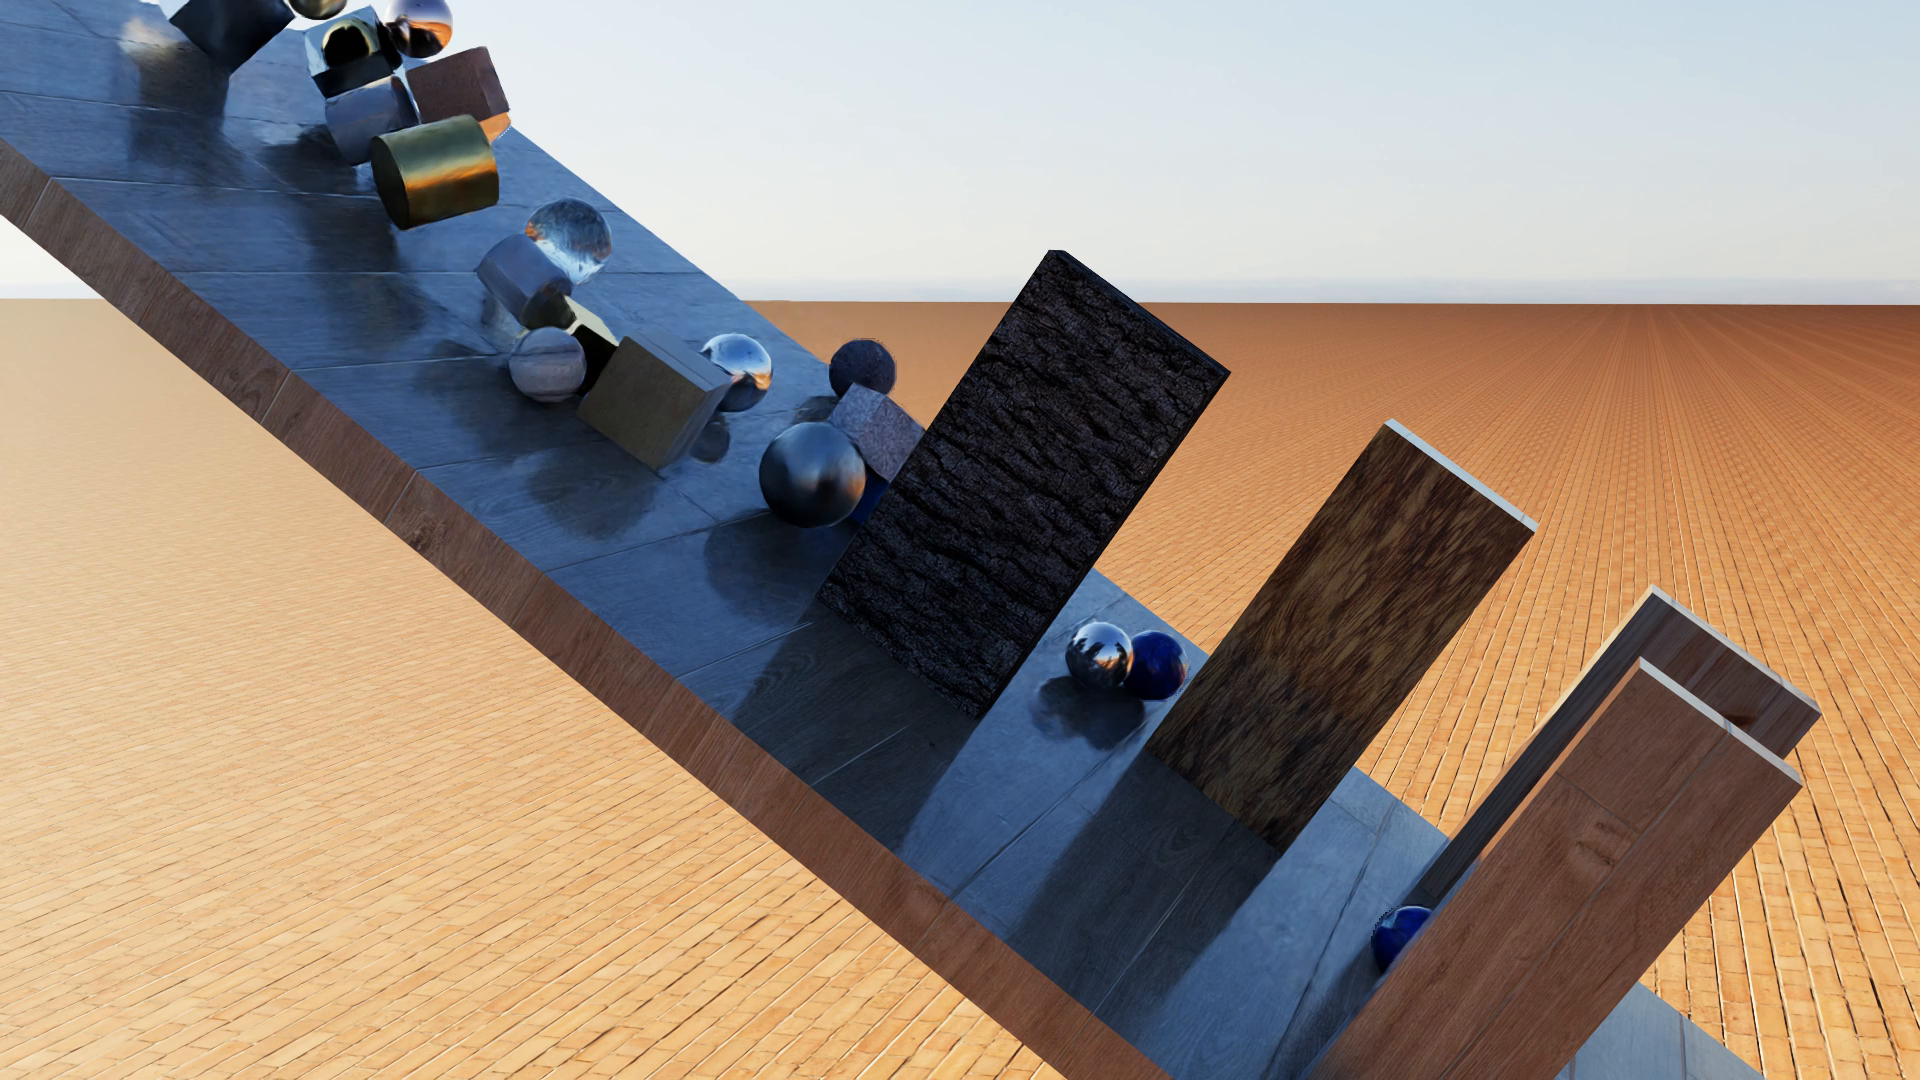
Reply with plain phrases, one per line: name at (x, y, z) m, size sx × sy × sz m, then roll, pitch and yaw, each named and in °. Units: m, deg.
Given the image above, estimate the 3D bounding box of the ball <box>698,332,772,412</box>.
ball at (-0.447, -0.328, 4.321) m, size 0.156 × 0.156 × 0.156 m, roll 0°, pitch 7°, yaw 0°

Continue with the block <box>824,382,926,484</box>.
block at (-0.166, -0.202, 4.144) m, size 0.122 × 0.122 × 0.122 m, roll 41°, pitch -10°, yaw -36°

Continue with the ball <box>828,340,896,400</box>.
ball at (-0.219, -0.374, 4.939) m, size 0.151 × 0.151 × 0.151 m, roll 0°, pitch 7°, yaw 0°

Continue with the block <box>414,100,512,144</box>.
block at (-1.035, -0.873, 4.533) m, size 0.129 × 0.129 × 0.129 m, roll 19°, pitch -26°, yaw 48°

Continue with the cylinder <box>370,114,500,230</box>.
cylinder at (-0.977, -0.685, 4.091) m, size 0.178 × 0.178 × 0.178 m, roll -21°, pitch 16°, yaw -27°

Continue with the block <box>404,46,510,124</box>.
block at (-0.987, -0.882, 4.324) m, size 0.134 × 0.134 × 0.134 m, roll -17°, pitch 14°, yaw 8°

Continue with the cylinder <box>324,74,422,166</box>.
cylinder at (-1.135, -0.812, 4.261) m, size 0.138 × 0.138 × 0.138 m, roll -19°, pitch 6°, yaw 5°

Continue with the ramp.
ramp at (-0.090, 0.161, 4.081) m, size 4.000 × 0.100 × 2.000 m, roll 37°, pitch 16°, yaw 10°

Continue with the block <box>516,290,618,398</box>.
block at (-0.693, -0.348, 3.909) m, size 0.113 × 0.113 × 0.113 m, roll 35°, pitch 12°, yaw -48°

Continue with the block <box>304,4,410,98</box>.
block at (-1.216, -0.955, 4.440) m, size 0.147 × 0.147 × 0.147 m, roll -21°, pitch -37°, yaw 0°

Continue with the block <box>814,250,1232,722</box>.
block at (0.098, -0.089, 3.679) m, size 0.347 × 0.716 × 0.102 m, roll 37°, pitch 16°, yaw 10°

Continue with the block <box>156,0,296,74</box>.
block at (-1.446, -1.061, 4.295) m, size 0.174 × 0.174 × 0.174 m, roll 52°, pitch 3°, yaw 37°

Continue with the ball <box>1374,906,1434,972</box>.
ball at (0.789, 0.707, 3.815) m, size 0.142 × 0.142 × 0.142 m, roll 0°, pitch 7°, yaw 0°

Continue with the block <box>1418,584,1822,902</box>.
block at (1.288, 0.501, 4.330) m, size 0.382 × 0.743 × 0.130 m, roll 37°, pitch 16°, yaw 10°

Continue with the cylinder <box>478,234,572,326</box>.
cylinder at (-0.774, -0.462, 3.914) m, size 0.118 × 0.118 × 0.118 m, roll 46°, pitch 23°, yaw 14°

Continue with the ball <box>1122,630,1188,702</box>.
ball at (0.381, 0.248, 4.342) m, size 0.140 × 0.140 × 0.140 m, roll 0°, pitch 7°, yaw 0°

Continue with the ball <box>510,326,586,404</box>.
ball at (-0.702, -0.299, 3.752) m, size 0.130 × 0.130 × 0.130 m, roll 0°, pitch 7°, yaw 0°

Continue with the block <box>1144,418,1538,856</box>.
block at (0.696, 0.179, 4.050) m, size 0.325 × 0.751 × 0.139 m, roll 37°, pitch 16°, yaw 10°

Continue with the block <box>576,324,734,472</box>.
block at (-0.536, -0.252, 3.878) m, size 0.171 × 0.171 × 0.171 m, roll 35°, pitch 15°, yaw 2°

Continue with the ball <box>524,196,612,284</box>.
ball at (-0.783, -0.597, 4.393) m, size 0.175 × 0.175 × 0.175 m, roll 0°, pitch 7°, yaw 0°

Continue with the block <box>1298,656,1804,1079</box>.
block at (0.808, 0.557, 3.075) m, size 0.258 × 0.793 × 0.092 m, roll 37°, pitch 16°, yaw 10°

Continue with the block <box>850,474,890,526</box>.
block at (-0.160, -0.090, 4.244) m, size 0.113 × 0.113 × 0.113 m, roll 37°, pitch 11°, yaw -36°

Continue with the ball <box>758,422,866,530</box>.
ball at (-0.267, -0.117, 3.989) m, size 0.195 × 0.195 × 0.195 m, roll 0°, pitch 7°, yaw 0°

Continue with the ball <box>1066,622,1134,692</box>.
ball at (0.267, 0.223, 4.200) m, size 0.132 × 0.132 × 0.132 m, roll 0°, pitch 7°, yaw 0°

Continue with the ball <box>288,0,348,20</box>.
ball at (-1.273, -1.093, 4.356) m, size 0.126 × 0.126 × 0.126 m, roll 0°, pitch 7°, yaw 0°

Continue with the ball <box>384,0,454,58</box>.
ball at (-1.137, -1.085, 4.617) m, size 0.145 × 0.145 × 0.145 m, roll 0°, pitch 7°, yaw 0°
